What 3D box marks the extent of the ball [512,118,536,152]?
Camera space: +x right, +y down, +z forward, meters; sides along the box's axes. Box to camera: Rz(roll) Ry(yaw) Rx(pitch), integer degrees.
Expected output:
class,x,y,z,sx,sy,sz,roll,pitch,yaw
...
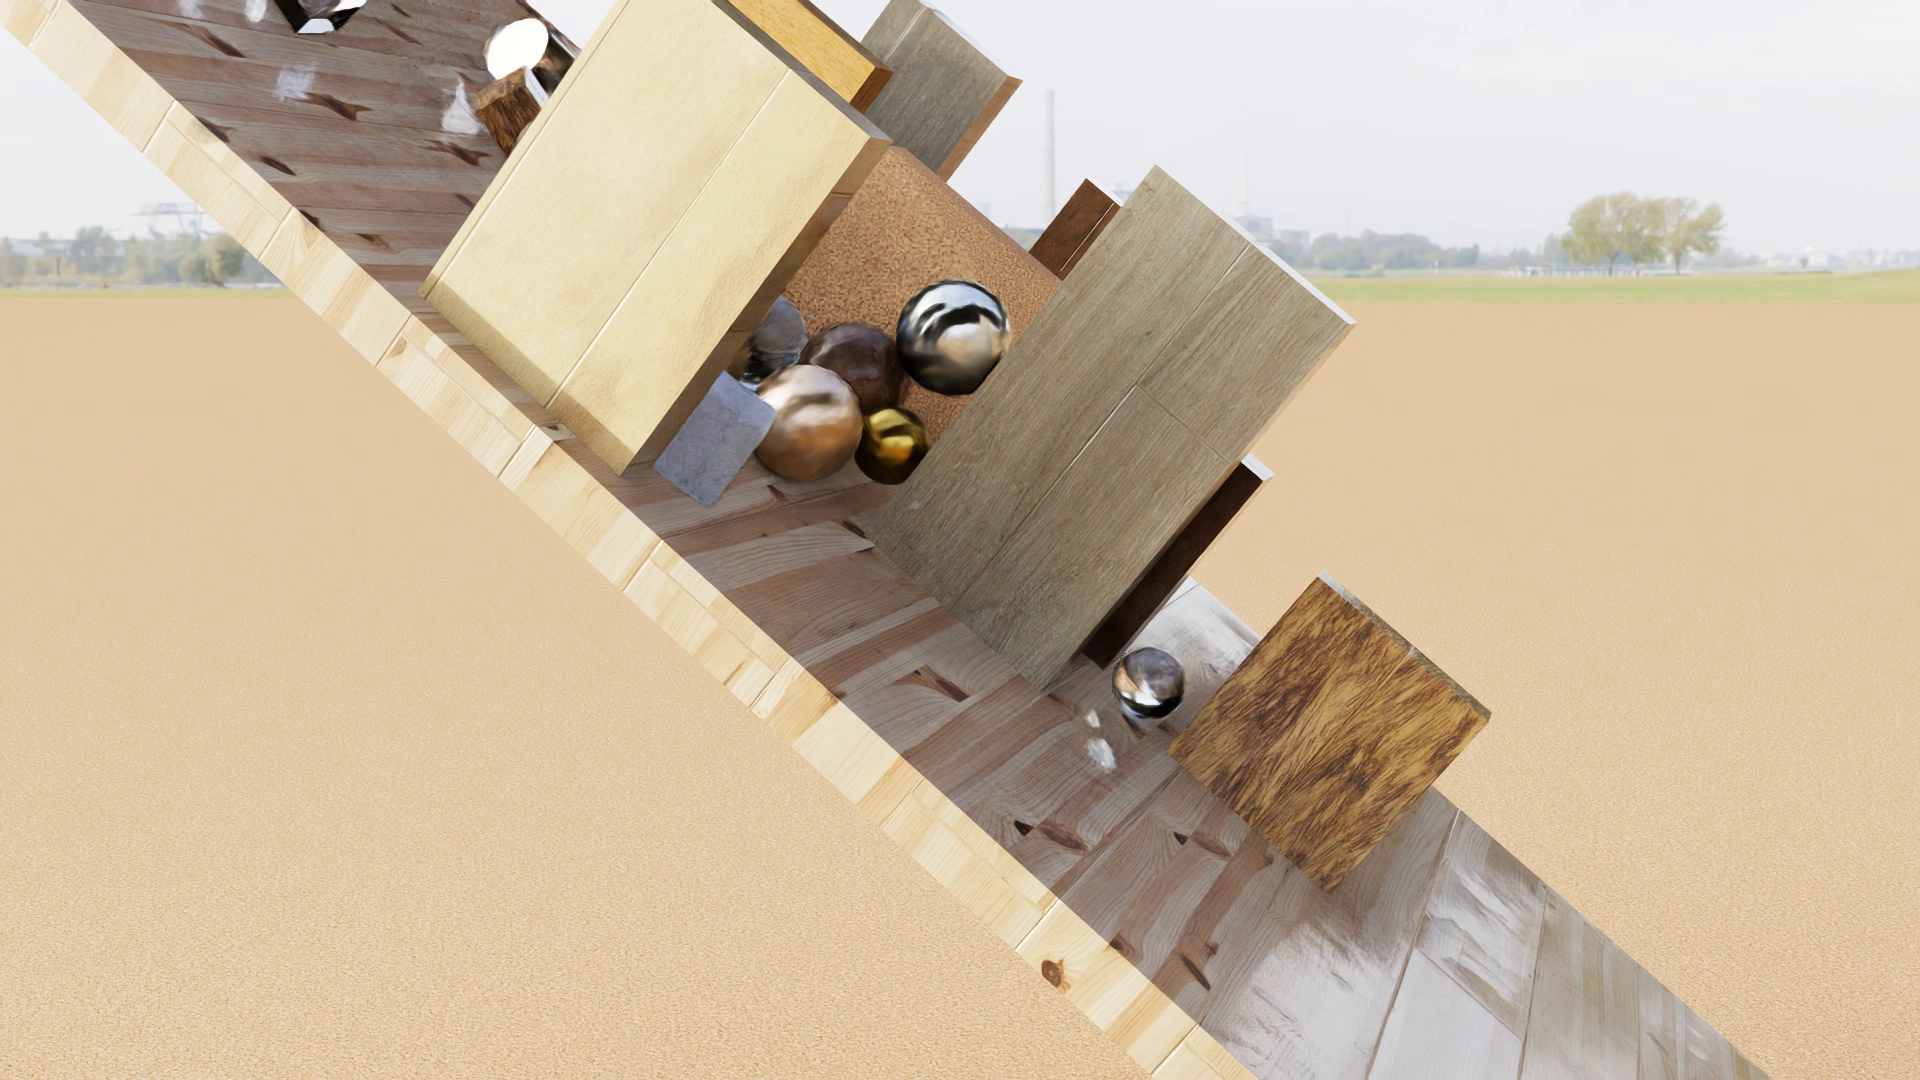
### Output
class,x,y,z,sx,sy,sz,roll,pitch,yaw
ball,-0.717,-0.680,3.974,0.185,0.185,0.185,0,7,0

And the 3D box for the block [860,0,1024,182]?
class,x,y,z,sx,sy,sz,roll,pitch,yaw
block,-0.188,-0.805,4.633,0.297,0.645,0.115,41,16,9

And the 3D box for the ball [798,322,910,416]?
class,x,y,z,sx,sy,sz,roll,pitch,yaw
ball,-0.188,-0.281,3.840,0.200,0.200,0.200,0,7,0

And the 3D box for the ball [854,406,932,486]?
class,x,y,z,sx,sy,sz,roll,pitch,yaw
ball,-0.116,-0.160,3.719,0.135,0.135,0.135,0,7,0

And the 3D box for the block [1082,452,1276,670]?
class,x,y,z,sx,sy,sz,roll,pitch,yaw
block,0.314,-0.028,3.975,0.266,0.451,0.129,41,16,9

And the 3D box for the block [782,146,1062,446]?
class,x,y,z,sx,sy,sz,roll,pitch,yaw
block,-0.088,-0.452,4.278,0.449,0.434,0.114,41,16,9

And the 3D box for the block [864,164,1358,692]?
class,x,y,z,sx,sy,sz,roll,pitch,yaw
block,0.238,-0.179,3.614,0.399,0.784,0.114,41,16,9

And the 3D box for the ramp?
class,x,y,z,sx,sy,sz,roll,pitch,yaw
ramp,-0.007,0.056,4.043,4.000,0.100,2.000,41,16,9

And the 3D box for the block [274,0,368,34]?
class,x,y,z,sx,sy,sz,roll,pitch,yaw
block,-1.142,-0.985,3.913,0.114,0.114,0.114,-33,0,26

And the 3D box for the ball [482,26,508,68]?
class,x,y,z,sx,sy,sz,roll,pitch,yaw
ball,-0.924,-1.000,4.523,0.113,0.113,0.113,0,7,0

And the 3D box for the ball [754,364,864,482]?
class,x,y,z,sx,sy,sz,roll,pitch,yaw
ball,-0.258,-0.194,3.640,0.195,0.195,0.195,0,7,0

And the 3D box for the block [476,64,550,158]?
class,x,y,z,sx,sy,sz,roll,pitch,yaw
block,-0.832,-0.805,4.130,0.107,0.107,0.107,-28,33,7

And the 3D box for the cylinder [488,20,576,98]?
class,x,y,z,sx,sy,sz,roll,pitch,yaw
cylinder,-0.849,-0.946,4.424,0.143,0.143,0.143,4,-21,28

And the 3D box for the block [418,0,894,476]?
class,x,y,z,sx,sy,sz,roll,pitch,yaw
block,-0.451,-0.467,3.198,0.420,0.617,0.101,41,16,9

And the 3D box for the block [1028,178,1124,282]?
class,x,y,z,sx,sy,sz,roll,pitch,yaw
block,0.244,-0.427,4.689,0.372,0.570,0.098,41,16,9

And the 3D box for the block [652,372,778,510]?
class,x,y,z,sx,sy,sz,roll,pitch,yaw
block,-0.390,-0.167,3.367,0.147,0.147,0.147,36,16,-9

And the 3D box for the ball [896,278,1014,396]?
class,x,y,z,sx,sy,sz,roll,pitch,yaw
ball,-0.010,-0.347,3.775,0.202,0.202,0.202,0,7,0

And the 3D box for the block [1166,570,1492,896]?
class,x,y,z,sx,sy,sz,roll,pitch,yaw
block,0.629,0.329,3.771,0.371,0.408,0.085,41,16,9

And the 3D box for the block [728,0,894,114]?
class,x,y,z,sx,sy,sz,roll,pitch,yaw
block,-0.413,-0.596,3.589,0.277,0.638,0.094,41,16,9

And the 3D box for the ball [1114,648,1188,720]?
class,x,y,z,sx,sy,sz,roll,pitch,yaw
ball,0.333,0.251,3.846,0.127,0.127,0.127,0,7,0

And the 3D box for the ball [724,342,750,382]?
class,x,y,z,sx,sy,sz,roll,pitch,yaw
ball,-0.420,-0.314,3.740,0.124,0.124,0.124,0,7,0

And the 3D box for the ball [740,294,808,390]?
class,x,y,z,sx,sy,sz,roll,pitch,yaw
ball,-0.359,-0.354,3.880,0.181,0.181,0.181,0,7,0
